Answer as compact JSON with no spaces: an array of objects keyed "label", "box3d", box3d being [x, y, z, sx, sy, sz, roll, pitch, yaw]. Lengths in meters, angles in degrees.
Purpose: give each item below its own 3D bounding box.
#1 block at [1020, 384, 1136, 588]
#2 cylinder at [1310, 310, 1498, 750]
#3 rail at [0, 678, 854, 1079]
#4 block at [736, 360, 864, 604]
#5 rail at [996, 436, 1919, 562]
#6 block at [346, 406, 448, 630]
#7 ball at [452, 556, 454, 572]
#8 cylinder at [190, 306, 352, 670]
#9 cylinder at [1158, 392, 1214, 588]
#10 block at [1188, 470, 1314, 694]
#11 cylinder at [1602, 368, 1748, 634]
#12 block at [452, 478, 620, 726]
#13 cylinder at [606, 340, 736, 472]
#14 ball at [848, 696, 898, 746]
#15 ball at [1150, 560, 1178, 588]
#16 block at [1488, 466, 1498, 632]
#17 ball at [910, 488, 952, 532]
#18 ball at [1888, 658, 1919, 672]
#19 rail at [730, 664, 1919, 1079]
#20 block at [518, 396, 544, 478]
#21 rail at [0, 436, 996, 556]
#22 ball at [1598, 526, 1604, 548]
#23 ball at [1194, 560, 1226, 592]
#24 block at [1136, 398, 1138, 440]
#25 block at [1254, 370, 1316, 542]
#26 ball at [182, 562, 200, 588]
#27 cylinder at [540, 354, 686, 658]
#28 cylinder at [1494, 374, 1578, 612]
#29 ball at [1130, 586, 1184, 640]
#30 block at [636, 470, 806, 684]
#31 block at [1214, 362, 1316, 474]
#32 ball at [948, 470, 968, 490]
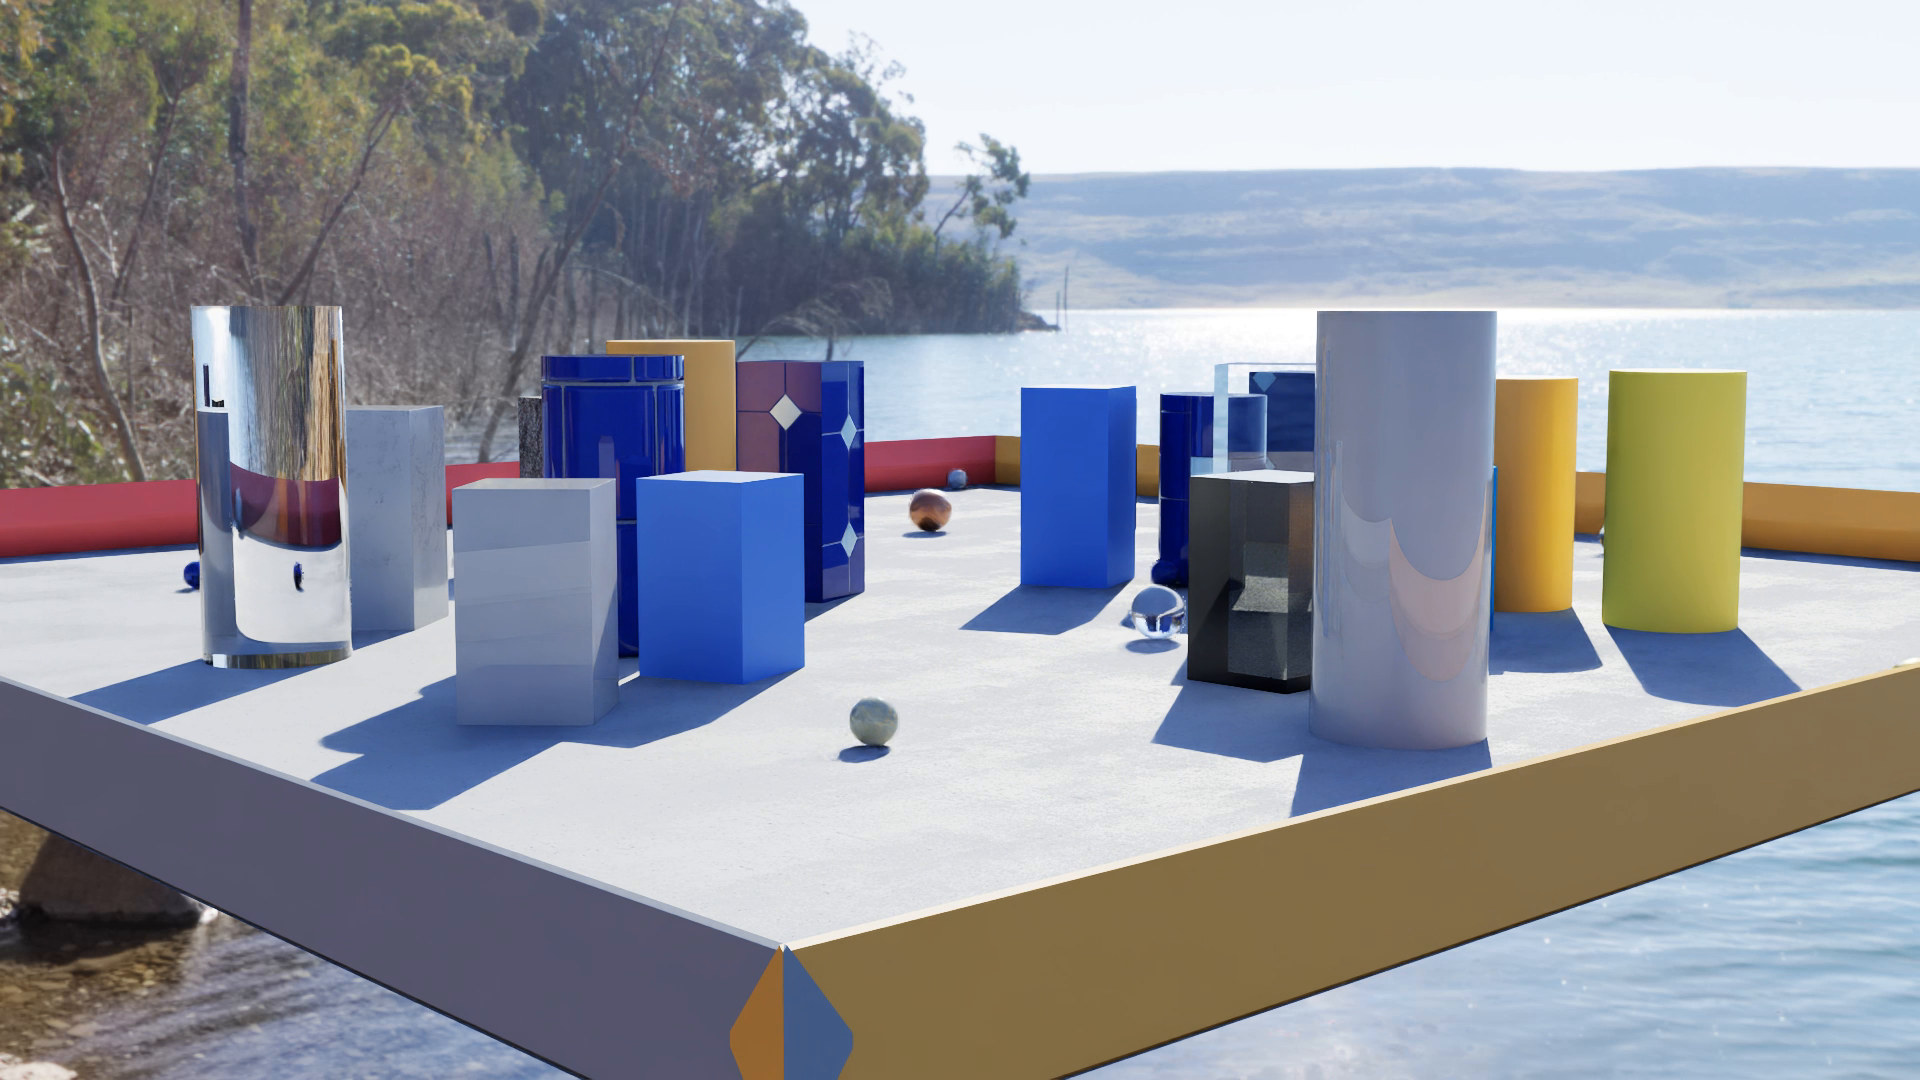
[{"label":"block","box3d":[0.192,-0.090,3.550,0.146,0.315,0.146,2,7,22]},{"label":"cylinder","box3d":[0.458,-0.017,2.281,0.183,0.439,0.183,0,6,0]},{"label":"rail","box3d":[-1.138,0.142,2.288,0.045,0.119,3.142,-6,8,-42]},{"label":"block","box3d":[-0.244,-0.094,3.376,0.146,0.360,0.146,3,7,23]},{"label":"rail","box3d":[1.138,-0.080,4.377,0.045,0.119,3.142,-6,8,-42]},{"label":"block","box3d":[-0.815,-0.034,3.085,0.146,0.303,0.146,1,6,5]},{"label":"ball","box3d":[-0.804,0.039,3.587,0.050,0.050,0.050,0,6,0]},{"label":"cylinder","box3d":[-0.866,-0.072,2.770,0.183,0.444,0.183,0,6,0]},{"label":"cylinder","box3d":[0.412,-0.083,3.540,0.183,0.304,0.183,0,6,0]},{"label":"block","box3d":[0.375,0.045,2.616,0.146,0.244,0.146,6,9,45]},{"label":"cylinder","box3d":[0.996,-0.059,3.070,0.183,0.355,0.183,0,6,0]},{"label":"block","box3d":[-0.461,0.064,2.402,0.146,0.252,0.146,0,6,2]},{"label":"cylinder","box3d":[-0.413,-0.088,3.160,0.183,0.394,0.183,0,6,0]},{"label":"ball","box3d":[-0.087,0.183,2.231,0.051,0.051,0.051,0,6,0]},{"label":"ball","box3d":[0.323,0.054,3.473,0.044,0.044,0.044,0,6,0]},{"label":"block","box3d":[0.638,0.008,3.048,0.146,0.226,0.146,-2,6,-20]},{"label":"ball","box3d":[-0.058,-0.059,4.350,0.084,0.084,0.084,0,6,0]},{"label":"ball","box3d":[1.013,0.162,2.320,0.075,0.075,0.075,0,6,0]},{"label":"rail","box3d":[1.049,0.151,2.202,3.144,0.119,0.045,-6,8,-42]},{"label":"block","box3d":[-0.672,-0.108,3.861,0.146,0.285,0.146,-5,8,-40]},{"label":"rail","box3d":[-1.049,-0.090,4.463,3.144,0.119,0.045,-6,8,-42]},{"label":"ball","box3d":[1.178,-0.004,3.954,0.058,0.058,0.058,0,6,0]},{"label":"ball","box3d":[0.392,0.056,3.439,0.049,0.049,0.049,0,6,0]},{"label":"block","box3d":[0.276,-0.158,4.438,0.146,0.261,0.146,0,6,-1]},{"label":"block","box3d":[0.668,-0.166,4.235,0.146,0.320,0.146,5,8,40]},{"label":"ball","box3d":[-1.205,0.055,3.474,0.043,0.043,0.043,0,6,0]},{"label":"cylinder","box3d":[-0.447,-0.048,2.851,0.183,0.380,0.183,0,6,0]},{"label":"cylinder","box3d":[0.822,-0.073,3.276,0.183,0.339,0.183,0,6,0]},{"label":"ball","box3d":[0.265,0.097,2.943,0.072,0.072,0.072,0,6,0]},{"label":"block","box3d":[-0.289,0.042,2.675,0.146,0.239,0.146,3,7,26]},{"label":"block","box3d":[0.454,-0.073,3.177,0.146,0.361,0.146,2,6,20]},{"label":"ball","box3d":[-0.005,-0.147,5.338,0.048,0.048,0.048,0,6,0]}]
